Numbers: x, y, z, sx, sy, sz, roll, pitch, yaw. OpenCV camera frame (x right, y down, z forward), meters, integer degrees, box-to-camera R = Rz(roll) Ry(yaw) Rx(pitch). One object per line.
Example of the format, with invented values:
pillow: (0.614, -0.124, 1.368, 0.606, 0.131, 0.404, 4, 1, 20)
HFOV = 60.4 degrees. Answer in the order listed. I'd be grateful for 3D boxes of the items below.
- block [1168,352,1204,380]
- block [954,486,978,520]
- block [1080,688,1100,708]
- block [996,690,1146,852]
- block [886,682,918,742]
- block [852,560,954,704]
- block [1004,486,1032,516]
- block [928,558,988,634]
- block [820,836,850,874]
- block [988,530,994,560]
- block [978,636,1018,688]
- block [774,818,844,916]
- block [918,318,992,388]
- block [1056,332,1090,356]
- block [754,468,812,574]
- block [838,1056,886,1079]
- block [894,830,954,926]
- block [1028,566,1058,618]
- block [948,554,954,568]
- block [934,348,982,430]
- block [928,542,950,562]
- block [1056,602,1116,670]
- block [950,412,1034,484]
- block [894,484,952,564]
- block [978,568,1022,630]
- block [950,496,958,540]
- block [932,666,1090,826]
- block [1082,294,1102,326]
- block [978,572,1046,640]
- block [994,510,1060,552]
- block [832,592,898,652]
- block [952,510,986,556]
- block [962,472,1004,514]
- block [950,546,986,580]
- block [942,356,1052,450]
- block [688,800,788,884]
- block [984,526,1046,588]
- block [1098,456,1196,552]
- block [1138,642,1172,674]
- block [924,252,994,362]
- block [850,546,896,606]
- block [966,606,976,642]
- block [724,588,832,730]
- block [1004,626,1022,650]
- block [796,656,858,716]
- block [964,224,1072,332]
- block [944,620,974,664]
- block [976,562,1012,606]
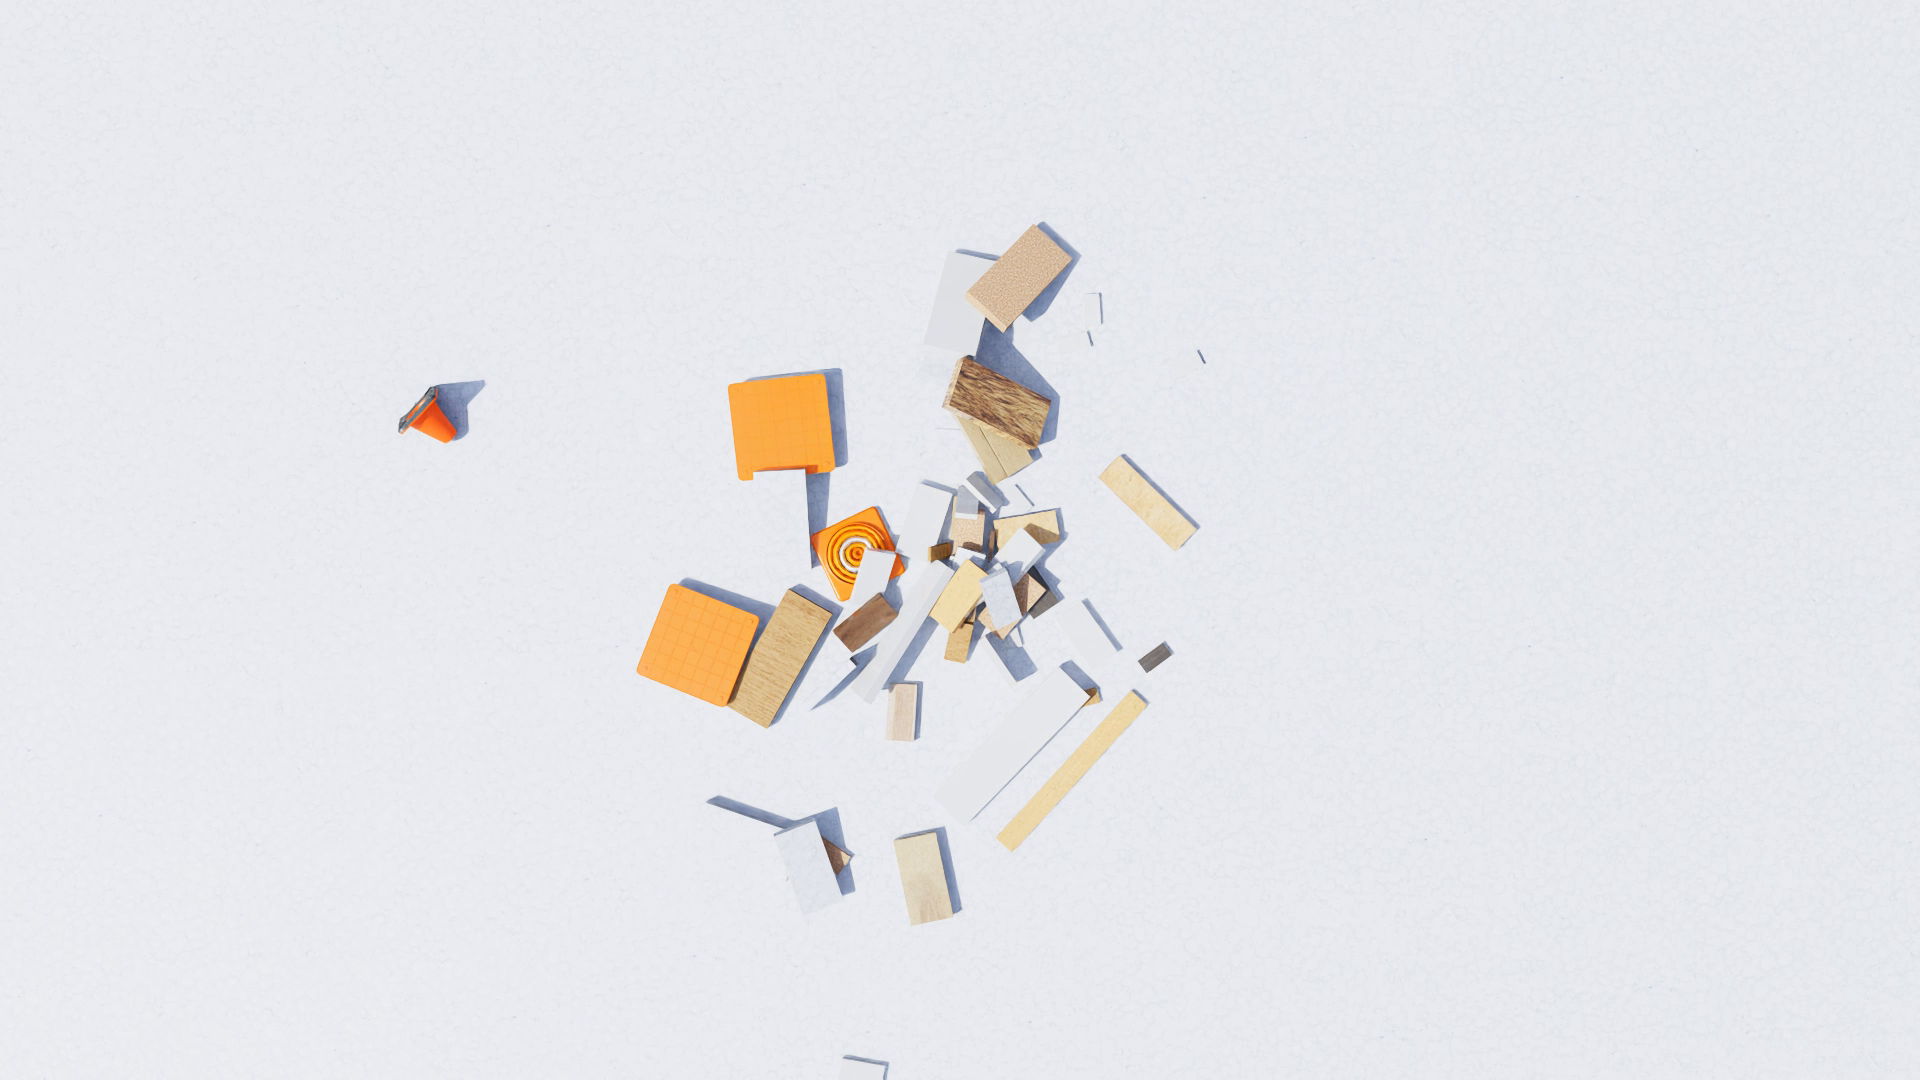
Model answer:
block: (0.753, -0.582, 5.492, 0.106, 0.015, 0.053, -28, 90, 0)
block: (0.025, -0.123, 5.438, 0.072, 0.143, 0.020, 6, 130, 0)
block: (0.410, 0.529, 5.493, 0.104, 0.015, 0.052, -15, 90, 0)
block: (0.370, 0.770, 5.490, 0.072, 0.020, 0.665, 43, 90, 0)
block: (-0.195, 0.573, 5.487, 0.094, 0.027, 0.189, 3, 90, 0)
block: (-0.190, 0.298, 5.438, 0.034, 0.122, 0.515, 32, 90, -28)
block: (0.194, -0.132, 5.493, 0.048, 0.014, 0.095, -40, 90, 0)
block: (0.002, 0.183, 5.393, 0.112, 0.032, 0.223, 38, 97, 18)
block: (-0.444, 1.043, 5.490, 0.144, 0.020, 0.072, 35, 90, 0)
block: (0.104, 0.017, 5.476, 0.014, 0.048, 0.095, 6, 90, 0)
block: (0.124, 0.402, 5.453, 0.027, 0.095, 0.189, -34, 90, 0)
block: (-0.500, 1.080, 5.442, 0.143, 0.041, 0.286, -20, 97, -9)
block: (-0.010, -0.648, 5.427, 0.151, 0.043, 0.302, 21, 73, 6)
block: (0.377, -0.655, 5.492, 0.106, 0.015, 0.053, -16, 90, 0)
block: (-0.584, -0.063, 5.448, 0.169, 0.048, 0.338, -3, 99, -1)
block: (-0.327, 1.771, 5.490, 0.144, 0.020, 0.072, 10, 90, 0)
block: (-0.122, 1.124, 5.480, 0.143, 0.041, 0.286, -12, 90, 0)
block: (0.228, 0.149, 5.485, 0.104, 0.029, 0.207, -34, 90, 0)
block: (0.003, 0.149, 5.470, 0.094, 0.027, 0.188, 7, 100, 0)
block: (-0.005, -0.519, 5.479, 0.151, 0.043, 0.302, 1, 90, 0)
block: (-0.068, 0.039, 5.456, 0.014, 0.095, 0.048, 13, 109, 42)
block: (0.421, 0.318, 5.485, 0.103, 0.029, 0.207, -36, 90, 0)
block: (0.100, -0.351, 5.444, 0.151, 0.043, 0.302, -32, 98, -12)
block: (-0.120, -0.055, 5.471, 0.122, 0.034, 0.243, 18, 84, 0)
block: (0.132, 0.192, 5.375, 0.095, 0.027, 0.189, -25, 121, -11)
block: (0.009, -0.070, 5.490, 0.072, 0.020, 0.143, 6, 90, 0)
block: (0.170, 0.684, 5.471, 0.143, 0.041, 0.600, 44, 91, 1)
block: (0.439, -0.765, 5.492, 0.053, 0.015, 0.106, -4, 90, 0)
block: (0.170, 0.211, 5.459, 0.112, 0.032, 0.223, 41, 97, 2)
block: (0.222, -0.030, 5.485, 0.207, 0.029, 0.103, -10, 90, 0)
block: (-0.313, 0.274, 5.462, 0.199, 0.028, 0.099, -39, 119, 1)
block: (0.029, -0.010, 5.462, 0.094, 0.027, 0.188, 5, 105, 0)
block: (0.077, -0.157, 5.464, 0.143, 0.072, 0.020, 45, 123, 0)
block: (0.012, 0.122, 5.438, 0.094, 0.027, 0.188, 17, 100, -2)
block: (0.122, -0.444, 5.385, 0.347, 0.049, 0.174, 24, 74, -25)
block: (-0.710, 1.002, 5.476, 0.338, 0.048, 0.169, 19, 90, 0)
block: (0.169, 0.078, 5.432, 0.223, 0.032, 0.112, -49, 61, 7)
block: (0.622, -0.122, 5.486, 0.355, 0.028, 0.099, 44, 89, 0)
block: (0.648, 0.393, 5.493, 0.104, 0.015, 0.052, -36, 90, 0)
block: (0.005, -0.768, 5.418, 0.174, 0.049, 0.347, 13, 72, 3)
block: (-0.288, 0.125, 5.438, 0.099, 0.028, 0.199, 10, 111, -20)
block: (0.010, 0.270, 5.456, 0.073, 0.021, 0.146, 9, 118, 2)
block: (-0.604, 0.394, 5.476, 0.169, 0.048, 0.437, 30, 90, 0)
block: (0.167, 0.309, 5.493, 0.052, 0.015, 0.104, -16, 90, 0)
block: (-0.438, 0.483, 5.439, 0.243, 0.121, 0.034, -43, 90, 0)
block: (0.192, -0.861, 5.417, 0.174, 0.049, 0.347, 42, 70, 0)
block: (-0.004, 0.335, 5.461, 0.073, 0.021, 0.146, 12, 114, 0)
block: (0.090, 0.147, 5.403, 0.146, 0.021, 0.073, -35, 74, 5)
